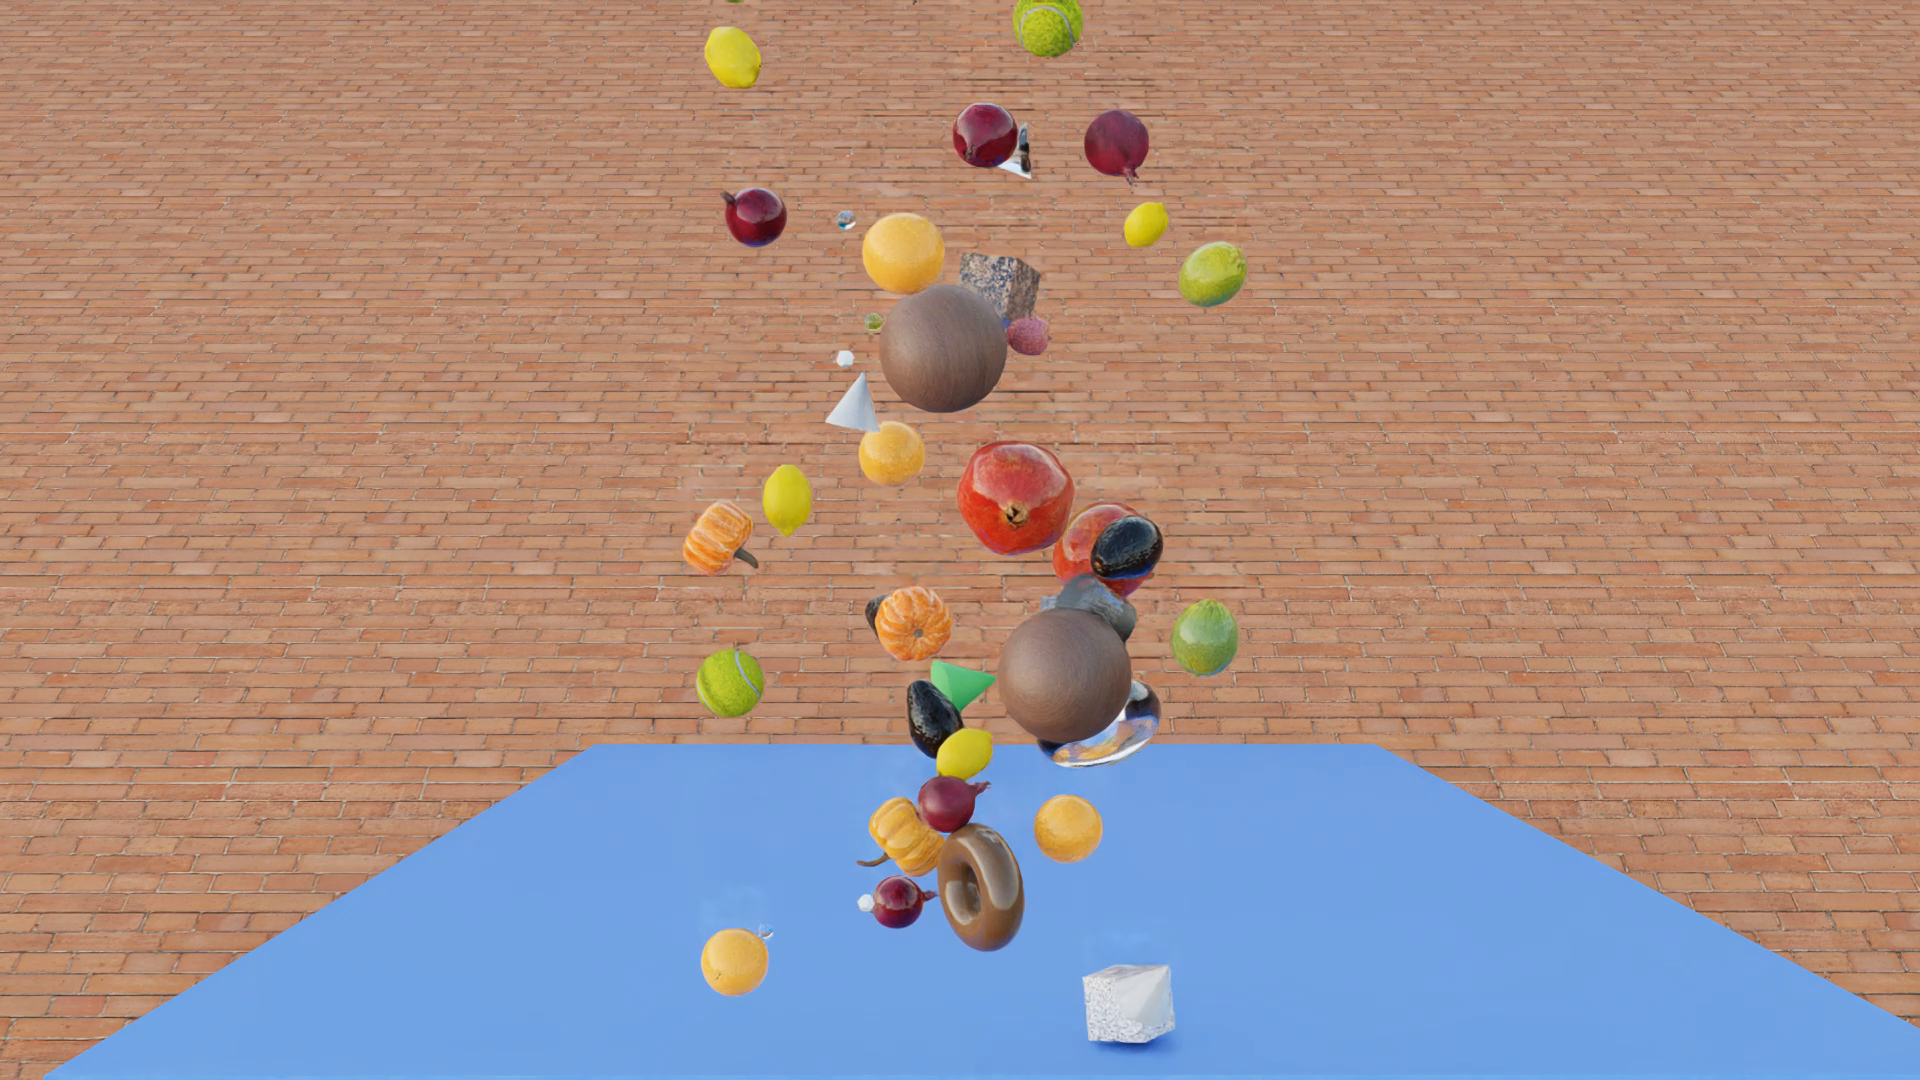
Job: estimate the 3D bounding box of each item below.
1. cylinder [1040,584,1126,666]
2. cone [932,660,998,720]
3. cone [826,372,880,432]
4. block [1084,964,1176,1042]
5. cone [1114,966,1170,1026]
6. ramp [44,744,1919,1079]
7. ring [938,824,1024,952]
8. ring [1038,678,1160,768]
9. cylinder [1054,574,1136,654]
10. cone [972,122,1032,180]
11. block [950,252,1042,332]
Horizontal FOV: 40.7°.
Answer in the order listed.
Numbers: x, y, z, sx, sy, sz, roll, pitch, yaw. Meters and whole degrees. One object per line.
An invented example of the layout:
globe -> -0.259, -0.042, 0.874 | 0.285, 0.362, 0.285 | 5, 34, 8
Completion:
cylinder -> 0.141, 0.098, 2.947 | 0.081, 0.081, 0.081 | -11, 27, 13
cone -> 0.013, 0.163, 2.932 | 0.070, 0.070, 0.070 | -12, 31, -18
cone -> -0.105, -0.146, 2.677 | 0.059, 0.059, 0.059 | 11, 6, -1
block -> 0.183, 0.501, 2.798 | 0.069, 0.069, 0.069 | -5, 0, 34
cone -> 0.201, 0.455, 2.660 | 0.063, 0.063, 0.063 | 18, 40, -16
ramp -> 0.065, 0.584, 4.633 | 2.000, 0.100, 4.000 | 0, 0, 0
ring -> 0.021, 0.359, 2.670 | 0.045, 0.134, 0.134 | -8, 29, -30
ring -> 0.141, 0.186, 2.630 | 0.132, 0.132, 0.044 | -9, 56, -16
cylinder -> 0.145, 0.079, 2.769 | 0.063, 0.063, 0.063 | 36, 13, -30
cone -> 0.037, -0.356, 2.382 | 0.052, 0.052, 0.052 | -6, 29, 2
block -> 0.038, -0.262, 2.737 | 0.064, 0.064, 0.064 | 9, -6, 26
